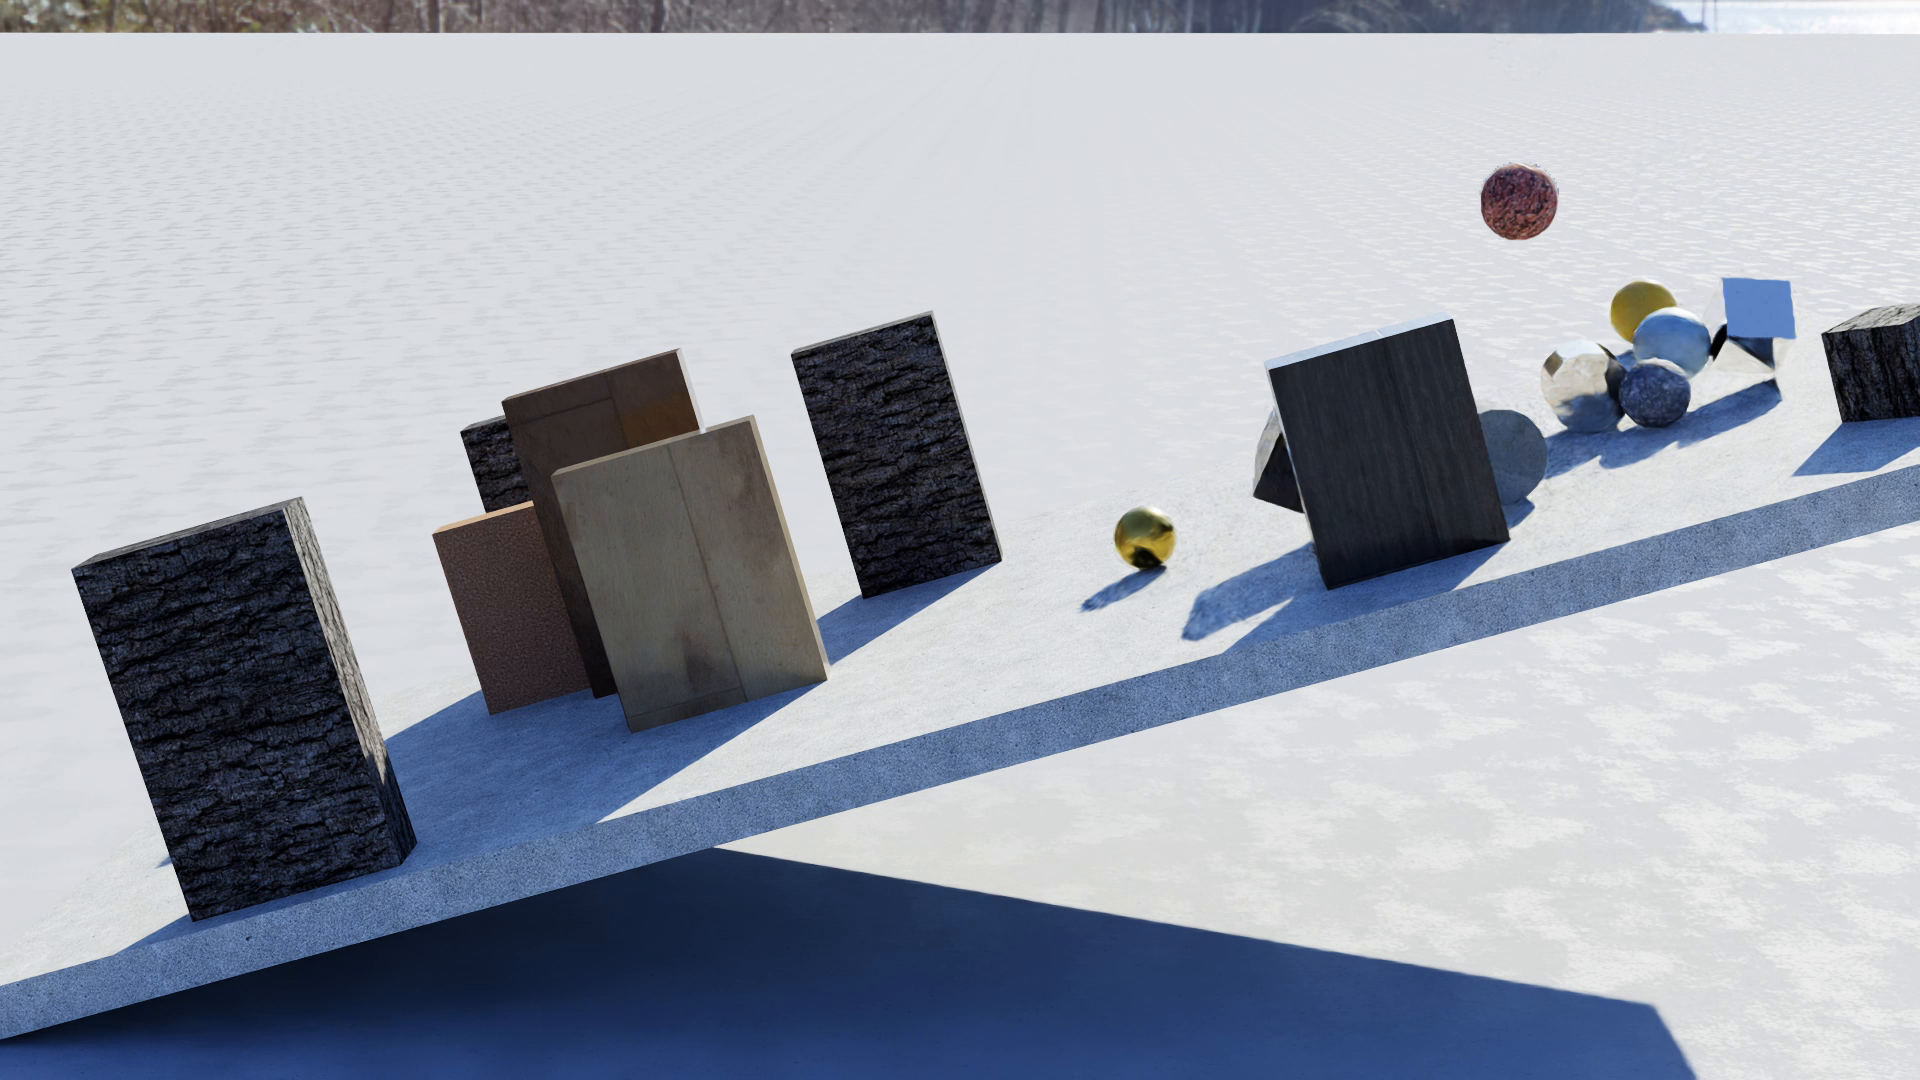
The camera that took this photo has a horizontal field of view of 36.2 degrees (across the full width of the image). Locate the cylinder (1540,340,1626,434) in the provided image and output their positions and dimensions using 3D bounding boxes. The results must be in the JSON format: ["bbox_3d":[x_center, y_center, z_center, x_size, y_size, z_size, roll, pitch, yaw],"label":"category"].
[{"bbox_3d":[1.349,-0.331,6.343,0.175,0.175,0.175,1,13,5],"label":"cylinder"}]

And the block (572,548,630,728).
[{"bbox_3d":[-0.590,0.149,6.149,0.321,0.406,0.119,-15,10,5],"label":"block"}]

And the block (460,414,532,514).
[{"bbox_3d":[-0.959,-0.031,7.186,0.336,0.604,0.124,-15,10,5],"label":"block"}]

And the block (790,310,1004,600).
[{"bbox_3d":[-0.144,-0.197,6.811,0.335,0.594,0.104,-15,10,5],"label":"block"}]

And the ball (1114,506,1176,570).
[{"bbox_3d":[0.391,-0.005,6.215,0.134,0.134,0.134,0,10,0],"label":"ball"}]

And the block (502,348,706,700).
[{"bbox_3d":[-0.716,-0.035,6.533,0.404,0.696,0.082,-15,10,5],"label":"block"}]

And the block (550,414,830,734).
[{"bbox_3d":[-0.552,0.071,6.065,0.425,0.560,0.091,-15,10,5],"label":"block"}]

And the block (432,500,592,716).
[{"bbox_3d":[-0.922,0.126,6.731,0.443,0.438,0.101,-15,10,5],"label":"block"}]

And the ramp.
[{"bbox_3d":[0.087,0.188,6.323,4.000,0.100,2.000,-15,10,5],"label":"ramp"}]

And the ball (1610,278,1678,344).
[{"bbox_3d":[1.660,-0.553,7.137,0.164,0.164,0.164,0,10,0],"label":"ball"}]

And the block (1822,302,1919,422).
[{"bbox_3d":[1.805,-0.345,5.662,0.181,0.181,0.181,-23,12,-37],"label":"block"}]

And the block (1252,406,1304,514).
[{"bbox_3d":[0.733,-0.190,6.026,0.202,0.202,0.202,18,34,-3],"label":"block"}]

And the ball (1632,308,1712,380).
[{"bbox_3d":[1.528,-0.417,6.315,0.165,0.165,0.165,0,10,0],"label":"ball"}]

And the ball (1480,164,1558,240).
[{"bbox_3d":[1.142,-0.691,6.010,0.157,0.157,0.157,0,10,0],"label":"ball"}]

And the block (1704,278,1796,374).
[{"bbox_3d":[1.689,-0.458,6.295,0.146,0.146,0.146,2,-27,-1],"label":"block"}]

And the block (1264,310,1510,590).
[{"bbox_3d":[0.805,-0.169,5.559,0.353,0.435,0.133,-15,10,5],"label":"block"}]

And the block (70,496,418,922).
[{"bbox_3d":[-1.341,0.318,5.539,0.415,0.704,0.148,-15,10,5],"label":"block"}]

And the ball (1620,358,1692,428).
[{"bbox_3d":[1.450,-0.306,6.133,0.146,0.146,0.146,0,10,0],"label":"ball"}]

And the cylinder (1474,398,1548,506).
[{"bbox_3d":[1.060,-0.177,5.905,0.193,0.193,0.193,-1,9,-3],"label":"cylinder"}]
